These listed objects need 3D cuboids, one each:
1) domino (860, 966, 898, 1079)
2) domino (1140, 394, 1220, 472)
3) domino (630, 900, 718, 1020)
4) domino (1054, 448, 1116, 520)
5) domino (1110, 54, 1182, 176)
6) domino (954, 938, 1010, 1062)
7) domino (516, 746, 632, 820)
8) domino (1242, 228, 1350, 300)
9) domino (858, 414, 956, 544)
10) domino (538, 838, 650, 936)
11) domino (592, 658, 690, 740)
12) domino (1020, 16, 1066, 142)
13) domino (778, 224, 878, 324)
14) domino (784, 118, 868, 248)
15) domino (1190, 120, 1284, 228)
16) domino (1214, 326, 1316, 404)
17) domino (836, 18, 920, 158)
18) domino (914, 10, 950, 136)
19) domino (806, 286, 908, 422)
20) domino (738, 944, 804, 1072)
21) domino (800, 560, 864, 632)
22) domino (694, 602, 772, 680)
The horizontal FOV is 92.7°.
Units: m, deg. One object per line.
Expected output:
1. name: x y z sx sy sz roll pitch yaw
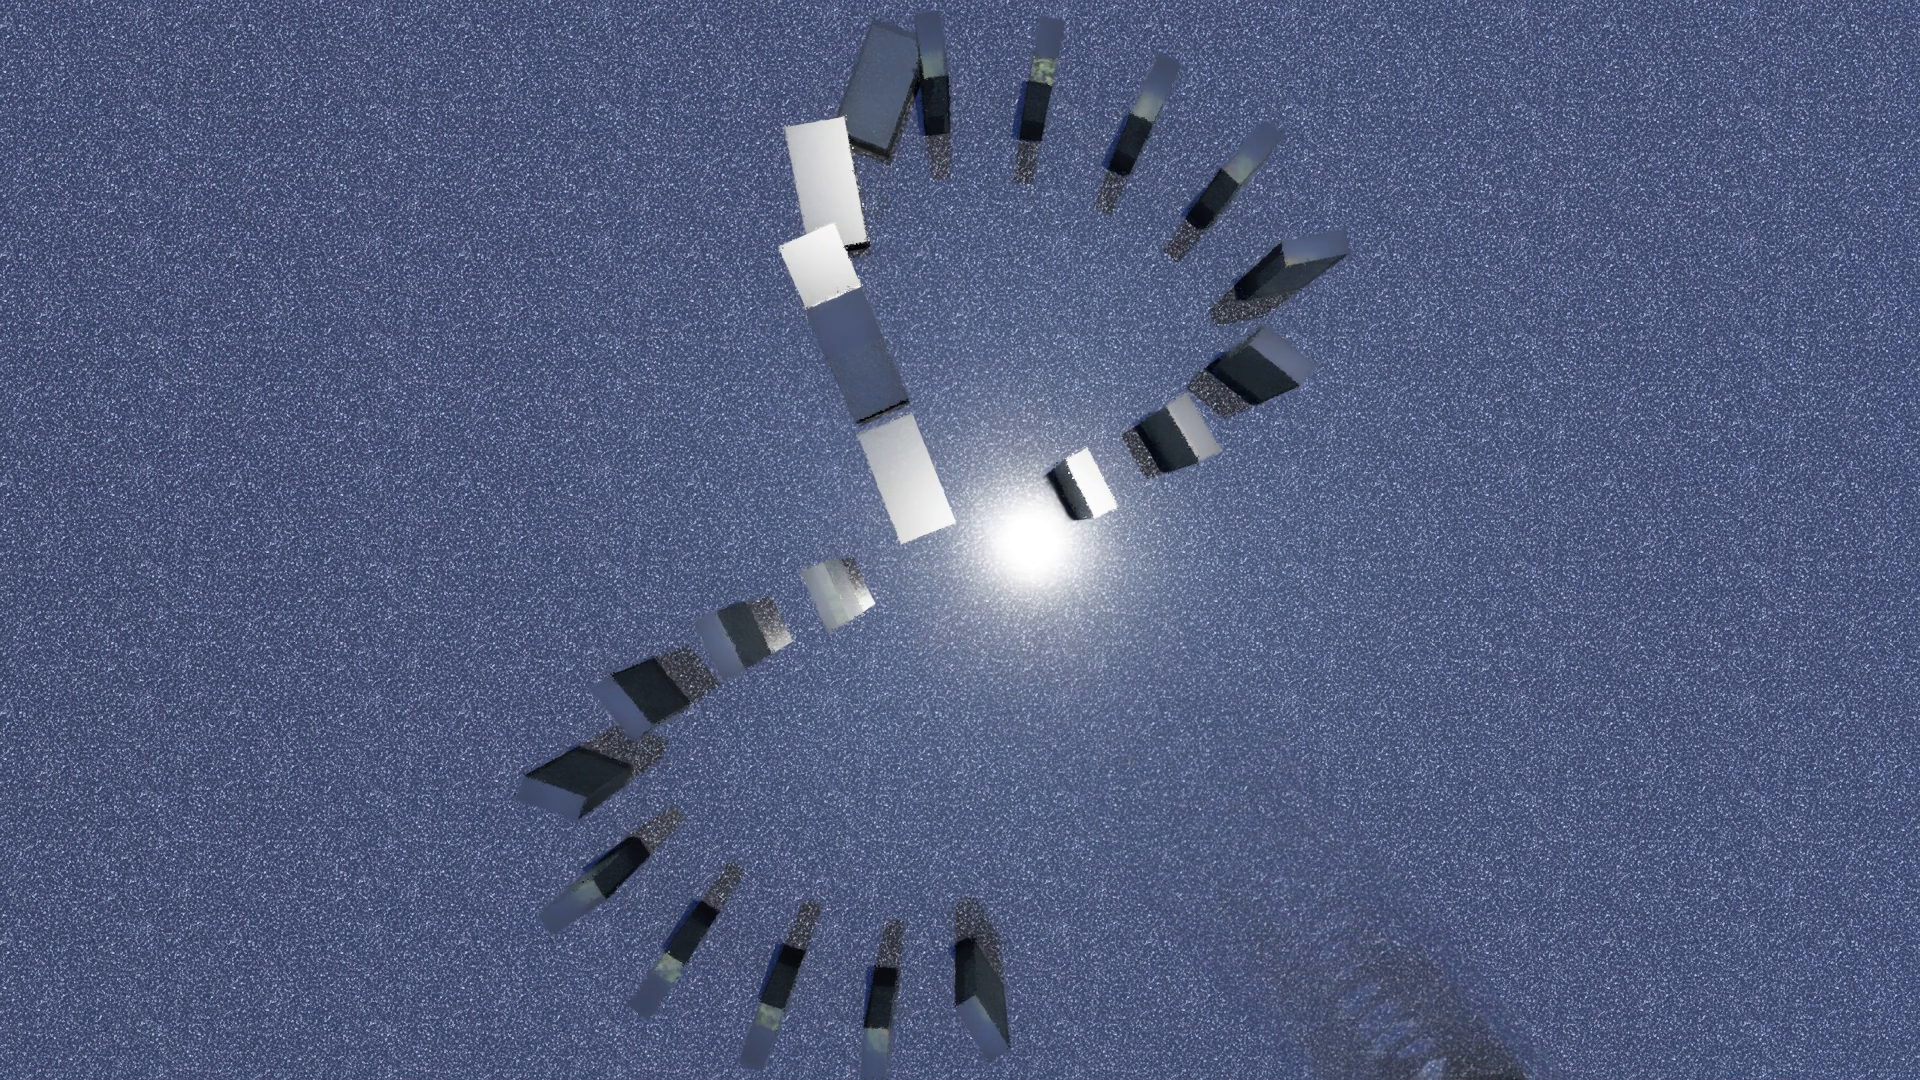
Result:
1. domino: -0.033 0.199 0.375 0.009 0.050 0.025 4 90 0
2. domino: 0.089 -0.043 0.375 0.009 0.050 0.025 -31 90 0
3. domino: -0.116 0.170 0.375 0.010 0.050 0.025 33 90 0
4. domino: 0.050 -0.022 0.375 0.009 0.050 0.025 -27 90 0
5. domino: 0.075 -0.172 0.375 0.009 0.050 0.025 26 90 0
6. domino: 0.009 0.187 0.375 0.009 0.050 0.025 -32 90 0
7. domino: -0.156 0.099 0.375 0.025 0.050 0.010 19 90 0
8. domino: 0.136 -0.112 0.375 0.025 0.050 0.009 -11 90 0
9. domino: -0.023 -0.026 0.395 0.025 0.010 0.050 -22 90 0
10. domino: -0.148 0.141 0.375 0.025 0.050 0.009 -33 90 0
11. domino: -0.129 0.064 0.375 0.010 0.050 0.025 -40 90 0
12. domino: 0.033 -0.187 0.375 0.010 0.050 0.025 12 90 0
13. domino: -0.054 -0.105 0.390 0.025 0.009 0.050 -24 103 0
14. domino: -0.056 -0.150 0.390 0.025 0.009 0.050 -10 102 0
15. domino: 0.112 -0.148 0.375 0.010 0.050 0.025 43 90 0
16. domino: 0.123 -0.071 0.375 0.025 0.050 0.010 38 90 0
17. domino: -0.034 -0.195 0.395 0.025 0.009 0.050 20 90 0
18. domino: -0.011 -0.189 0.375 0.009 0.050 0.025 -9 90 0
19. domino: -0.043 -0.079 0.387 0.025 0.009 0.050 -23 110 0
20. domino: -0.076 0.190 0.375 0.009 0.050 0.025 19 90 0
21. domino: -0.052 0.022 0.375 0.009 0.050 0.025 -24 90 0
22. domino: -0.092 0.041 0.375 0.009 0.050 0.025 -27 90 0
